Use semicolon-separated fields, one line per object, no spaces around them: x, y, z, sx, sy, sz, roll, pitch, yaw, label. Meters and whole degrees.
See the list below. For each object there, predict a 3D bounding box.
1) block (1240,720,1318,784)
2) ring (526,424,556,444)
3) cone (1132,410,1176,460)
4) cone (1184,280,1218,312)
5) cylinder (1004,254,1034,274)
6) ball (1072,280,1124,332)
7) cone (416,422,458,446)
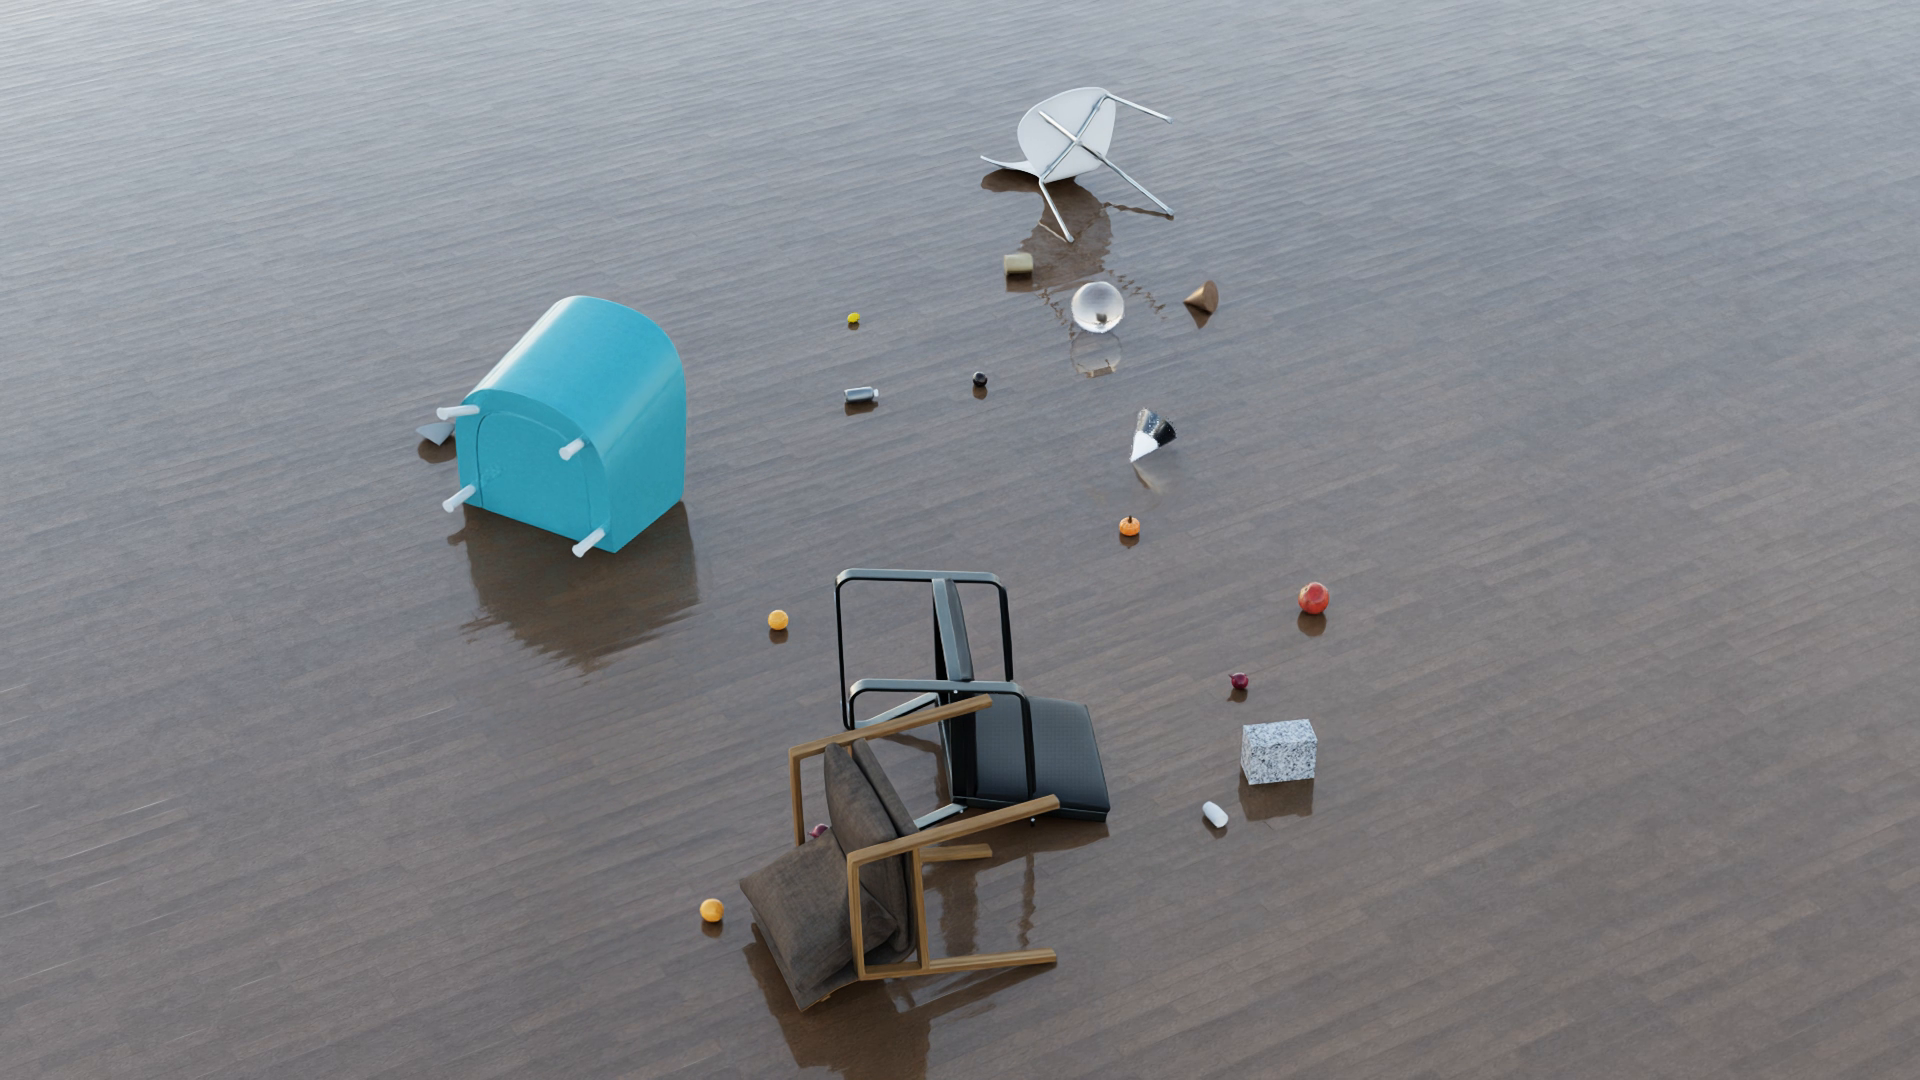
1.058;0.703;9.733;0.221;0.158;0.117;-5;34;-8;block
-1.650;-0.419;11.544;0.116;0.040;0.103;-21;38;-27;ring
0.718;-0.376;11.431;0.175;0.216;0.184;33;74;9;cone
1.005;-1.022;12.443;0.139;0.123;0.147;-9;50;35;cone
0.252;-1.194;12.685;0.114;0.077;0.131;-4;24;-4;cylinder
0.573;-0.972;12.222;0.217;0.217;0.217;0;33;0;ball
-2.049;-0.404;11.516;0.168;0.114;0.074;-6;72;-16;cone
